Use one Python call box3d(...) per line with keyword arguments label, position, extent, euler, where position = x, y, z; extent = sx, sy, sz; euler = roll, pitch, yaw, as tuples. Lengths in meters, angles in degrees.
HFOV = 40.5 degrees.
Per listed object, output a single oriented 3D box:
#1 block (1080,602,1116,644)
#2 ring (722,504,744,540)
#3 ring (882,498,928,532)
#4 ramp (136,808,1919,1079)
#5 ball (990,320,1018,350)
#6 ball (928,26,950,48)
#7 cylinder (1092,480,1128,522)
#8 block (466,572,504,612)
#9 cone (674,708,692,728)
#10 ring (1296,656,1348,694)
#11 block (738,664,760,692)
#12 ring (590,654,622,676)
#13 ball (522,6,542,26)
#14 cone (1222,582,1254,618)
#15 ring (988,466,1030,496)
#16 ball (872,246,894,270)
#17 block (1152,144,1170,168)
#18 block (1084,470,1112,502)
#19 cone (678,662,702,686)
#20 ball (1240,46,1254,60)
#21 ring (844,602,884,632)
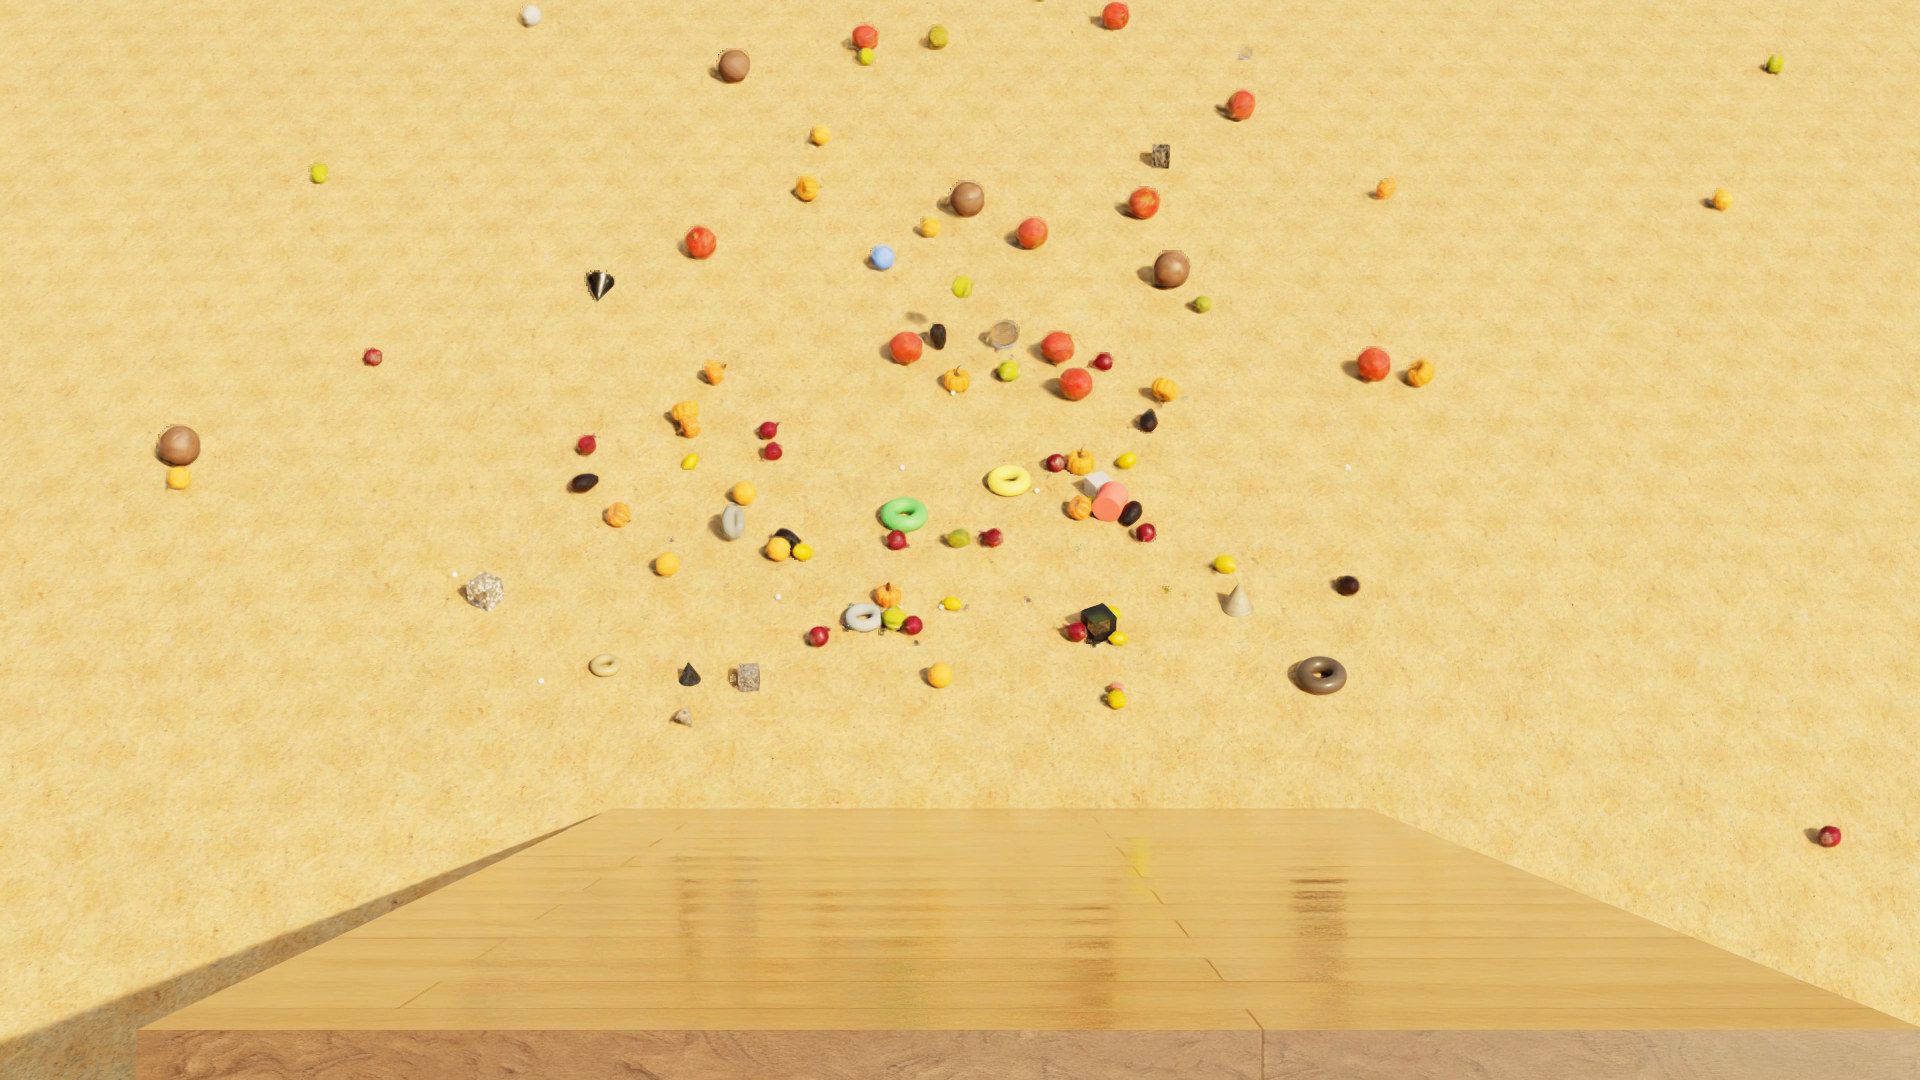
box3d(label="block", position=(0.405, 0.245, 7.601), extent=(0.076, 0.076, 0.076), euler=(-18, 40, -23))
box3d(label="ring", position=(-0.695, -0.054, 7.982), extent=(0.036, 0.109, 0.109), euler=(-4, 34, 22))
box3d(label="ring", position=(-0.172, -0.079, 8.063), extent=(0.147, 0.049, 0.147), euler=(1, 37, 0))
box3d(label="ramp", position=(0.080, 0.680, 4.902), extent=(2.000, 0.100, 4.000), euler=(0, -2, 0))
box3d(label="ball", position=(0.152, -0.698, 8.859), extent=(0.097, 0.097, 0.097), euler=(0, 36, 0))
box3d(label="ball", position=(-0.090, -2.071, 10.719), extent=(0.091, 0.091, 0.091), euler=(0, 36, 0))
box3d(label="cylinder", position=(0.468, -0.120, 8.081), extent=(0.093, 0.093, 0.093), euler=(12, 38, 16))
box3d(label="block", position=(-1.410, 0.153, 7.725), extent=(0.076, 0.076, 0.076), euler=(20, 41, 24))
box3d(label="cone", position=(-0.765, 0.507, 7.290), extent=(0.054, 0.054, 0.054), euler=(-27, 78, -32))
box3d(label="ring", position=(1.033, 0.387, 7.433), extent=(0.148, 0.049, 0.148), euler=(-1, 36, 1))
box3d(label="block", position=(-0.602, 0.393, 7.417), extent=(0.058, 0.058, 0.058), euler=(-1, 36, -1))
box3d(label="ring", position=(-1.018, 0.360, 7.484), extent=(0.090, 0.030, 0.090), euler=(0, 35, 0))
box3d(label="ball", position=(-1.795, -2.197, 10.895), extent=(0.085, 0.085, 0.085), euler=(0, 36, 0))
box3d(label="cone", position=(0.824, 0.162, 7.696), extent=(0.096, 0.096, 0.096), euler=(0, 36, 0))
box3d(label="ring", position=(0.155, -0.188, 8.212), extent=(0.138, 0.046, 0.138), euler=(-1, 37, 1))
box3d(label="ball", position=(-0.275, -1.005, 9.283), extent=(0.085, 0.085, 0.085), euler=(0, 36, 0))
box3d(label="block", position=(0.767, -1.464, 9.918), extent=(0.068, 0.068, 0.068), euler=(3, 37, 5))
box3d(label="block", position=(0.436, -0.166, 8.166), extent=(0.065, 0.065, 0.065), euler=(-19, 41, -24))
box3d(label="cone", position=(-0.775, 0.373, 7.436), extent=(0.066, 0.066, 0.066), euler=(0, 36, 0))
box3d(label="ball", position=(1.172, -1.991, 10.642), extent=(0.055, 0.055, 0.055), euler=(0, 36, 0))
box3d(label="ring", position=(-0.282, 0.228, 7.656), extent=(0.116, 0.039, 0.116), euler=(1, 38, 0))
